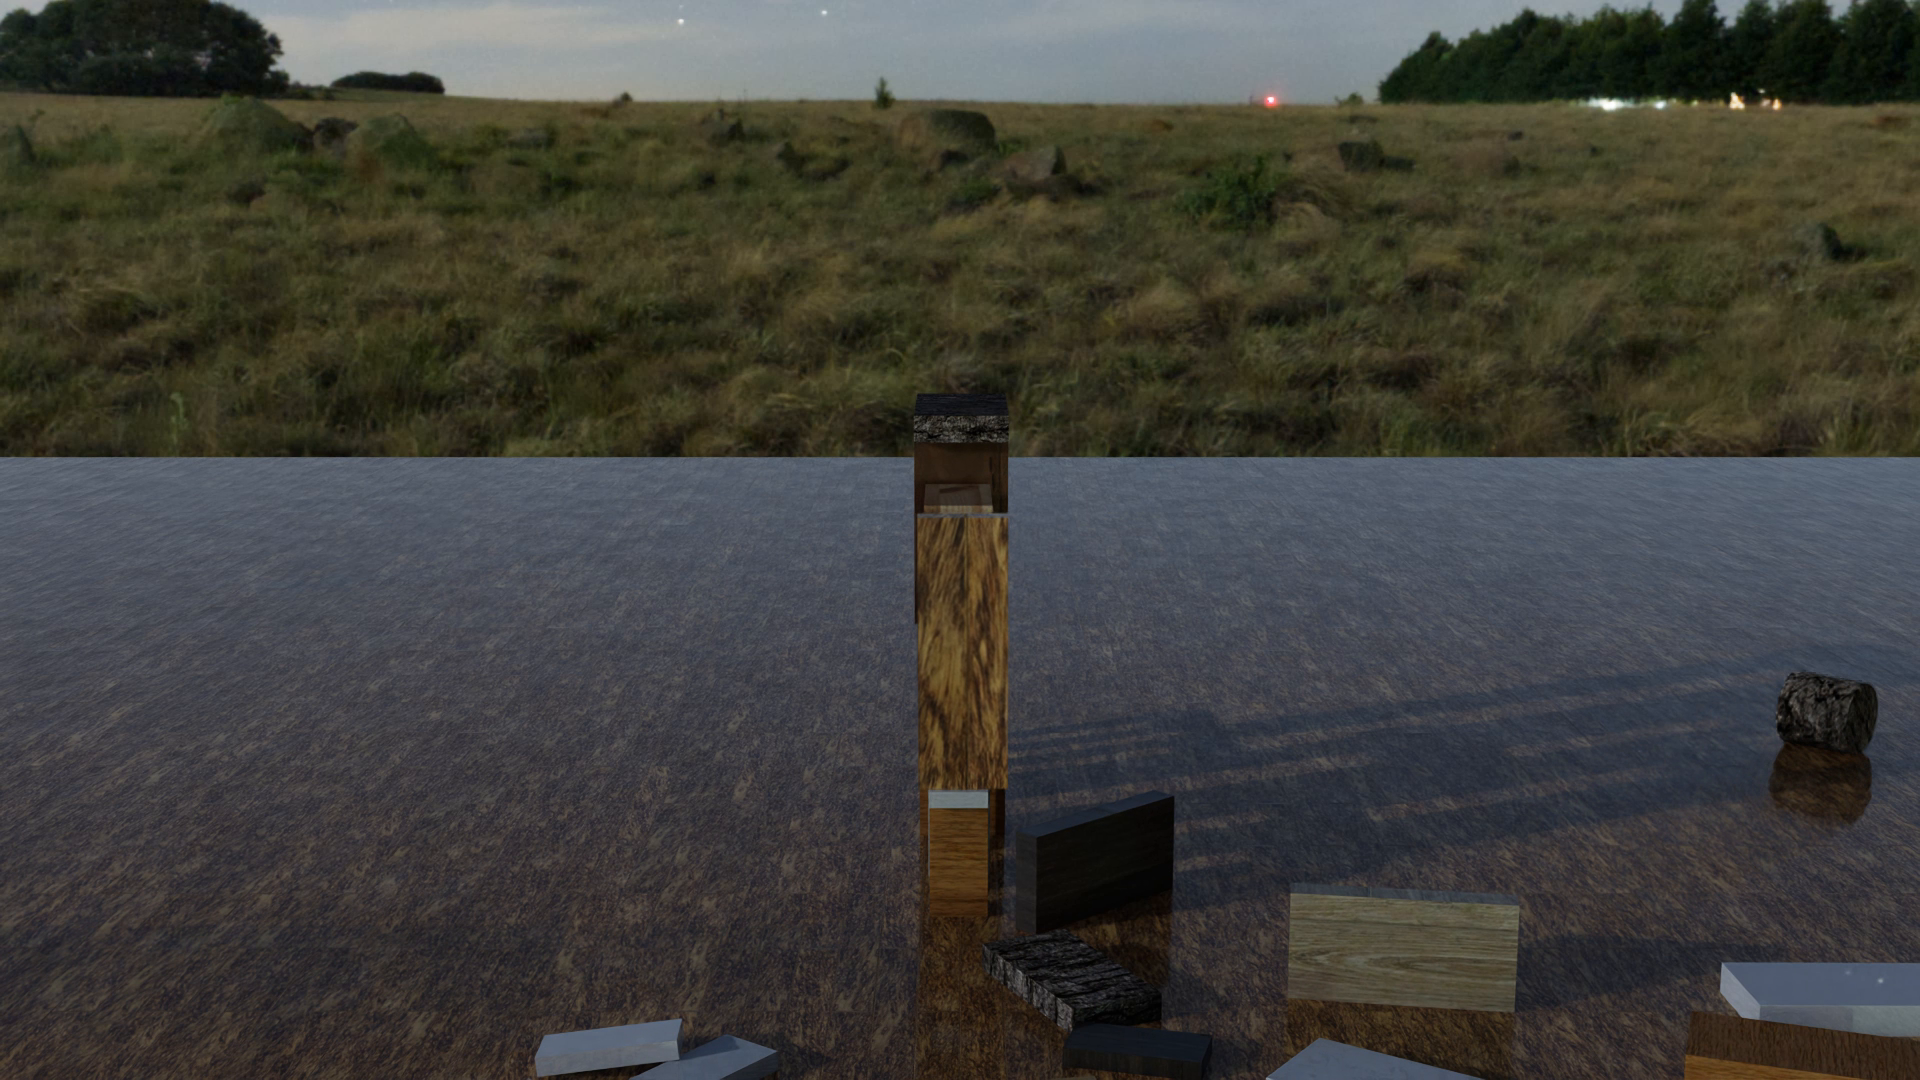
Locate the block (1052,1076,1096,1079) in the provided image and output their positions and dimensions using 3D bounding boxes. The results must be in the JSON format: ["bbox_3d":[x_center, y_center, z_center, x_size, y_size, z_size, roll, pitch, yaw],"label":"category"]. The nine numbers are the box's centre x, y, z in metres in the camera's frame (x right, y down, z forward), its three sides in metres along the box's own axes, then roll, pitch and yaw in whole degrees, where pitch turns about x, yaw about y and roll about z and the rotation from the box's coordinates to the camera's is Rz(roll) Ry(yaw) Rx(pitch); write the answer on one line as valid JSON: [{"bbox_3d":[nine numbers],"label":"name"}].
[{"bbox_3d":[-0.041,0.740,2.741,0.468,0.045,0.158,-2,11,-11],"label":"block"}]

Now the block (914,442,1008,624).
[{"bbox_3d":[0.002,-0.018,4.080,0.172,0.345,0.049,0,11,0],"label":"block"}]

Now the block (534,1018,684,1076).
[{"bbox_3d":[-0.474,0.689,2.986,0.190,0.027,0.095,-7,6,-2],"label":"block"}]

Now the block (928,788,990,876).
[{"bbox_3d":[-0.001,0.468,3.749,0.105,0.211,0.030,0,11,0],"label":"block"}]

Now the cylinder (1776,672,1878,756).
[{"bbox_3d":[1.783,0.356,4.526,0.147,0.147,0.147,-10,15,-44],"label":"cylinder"}]

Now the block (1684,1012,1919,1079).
[{"bbox_3d":[1.139,0.702,2.943,0.315,0.045,0.158,4,11,20],"label":"block"}]

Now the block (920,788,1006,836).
[{"bbox_3d":[0.004,0.378,3.968,0.153,0.307,0.043,0,11,0],"label":"block"}]

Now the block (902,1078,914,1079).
[{"bbox_3d":[-0.029,0.727,2.894,0.098,0.014,0.049,0,11,3],"label":"block"}]

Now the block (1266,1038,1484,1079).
[{"bbox_3d":[0.571,0.723,2.829,0.315,0.045,0.157,7,13,34],"label":"block"}]

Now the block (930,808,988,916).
[{"bbox_3d":[-0.002,0.515,3.558,0.094,0.188,0.027,0,11,0],"label":"block"}]

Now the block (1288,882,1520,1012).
[{"bbox_3d":[0.644,0.594,3.206,0.324,0.162,0.046,2,11,9],"label":"block"}]

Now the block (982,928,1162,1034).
[{"bbox_3d":[0.161,0.649,3.240,0.143,0.040,0.285,-5,12,-26],"label":"block"}]

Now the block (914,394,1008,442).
[{"bbox_3d":[0.002,-0.233,4.158,0.172,0.049,0.345,0,11,0],"label":"block"}]

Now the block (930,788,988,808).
[{"bbox_3d":[-0.003,0.398,3.600,0.094,0.027,0.188,0,11,0],"label":"block"}]

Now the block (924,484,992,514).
[{"bbox_3d":[-0.003,-0.064,3.888,0.118,0.033,0.236,0,10,0],"label":"block"}]

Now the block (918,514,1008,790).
[{"bbox_3d":[0.004,0.178,3.503,0.143,0.440,0.040,0,10,-1],"label":"block"}]

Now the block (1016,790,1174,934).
[{"bbox_3d":[0.223,0.523,3.587,0.324,0.162,0.046,-10,14,-42],"label":"block"}]

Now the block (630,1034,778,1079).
[{"bbox_3d":[-0.342,0.713,2.932,0.095,0.027,0.190,8,13,37],"label":"block"}]

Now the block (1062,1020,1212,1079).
[{"bbox_3d":[0.244,0.699,3.010,0.190,0.027,0.095,3,11,15],"label":"block"}]

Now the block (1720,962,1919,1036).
[{"bbox_3d":[1.284,0.660,3.165,0.324,0.046,0.162,0,11,1],"label":"block"}]
